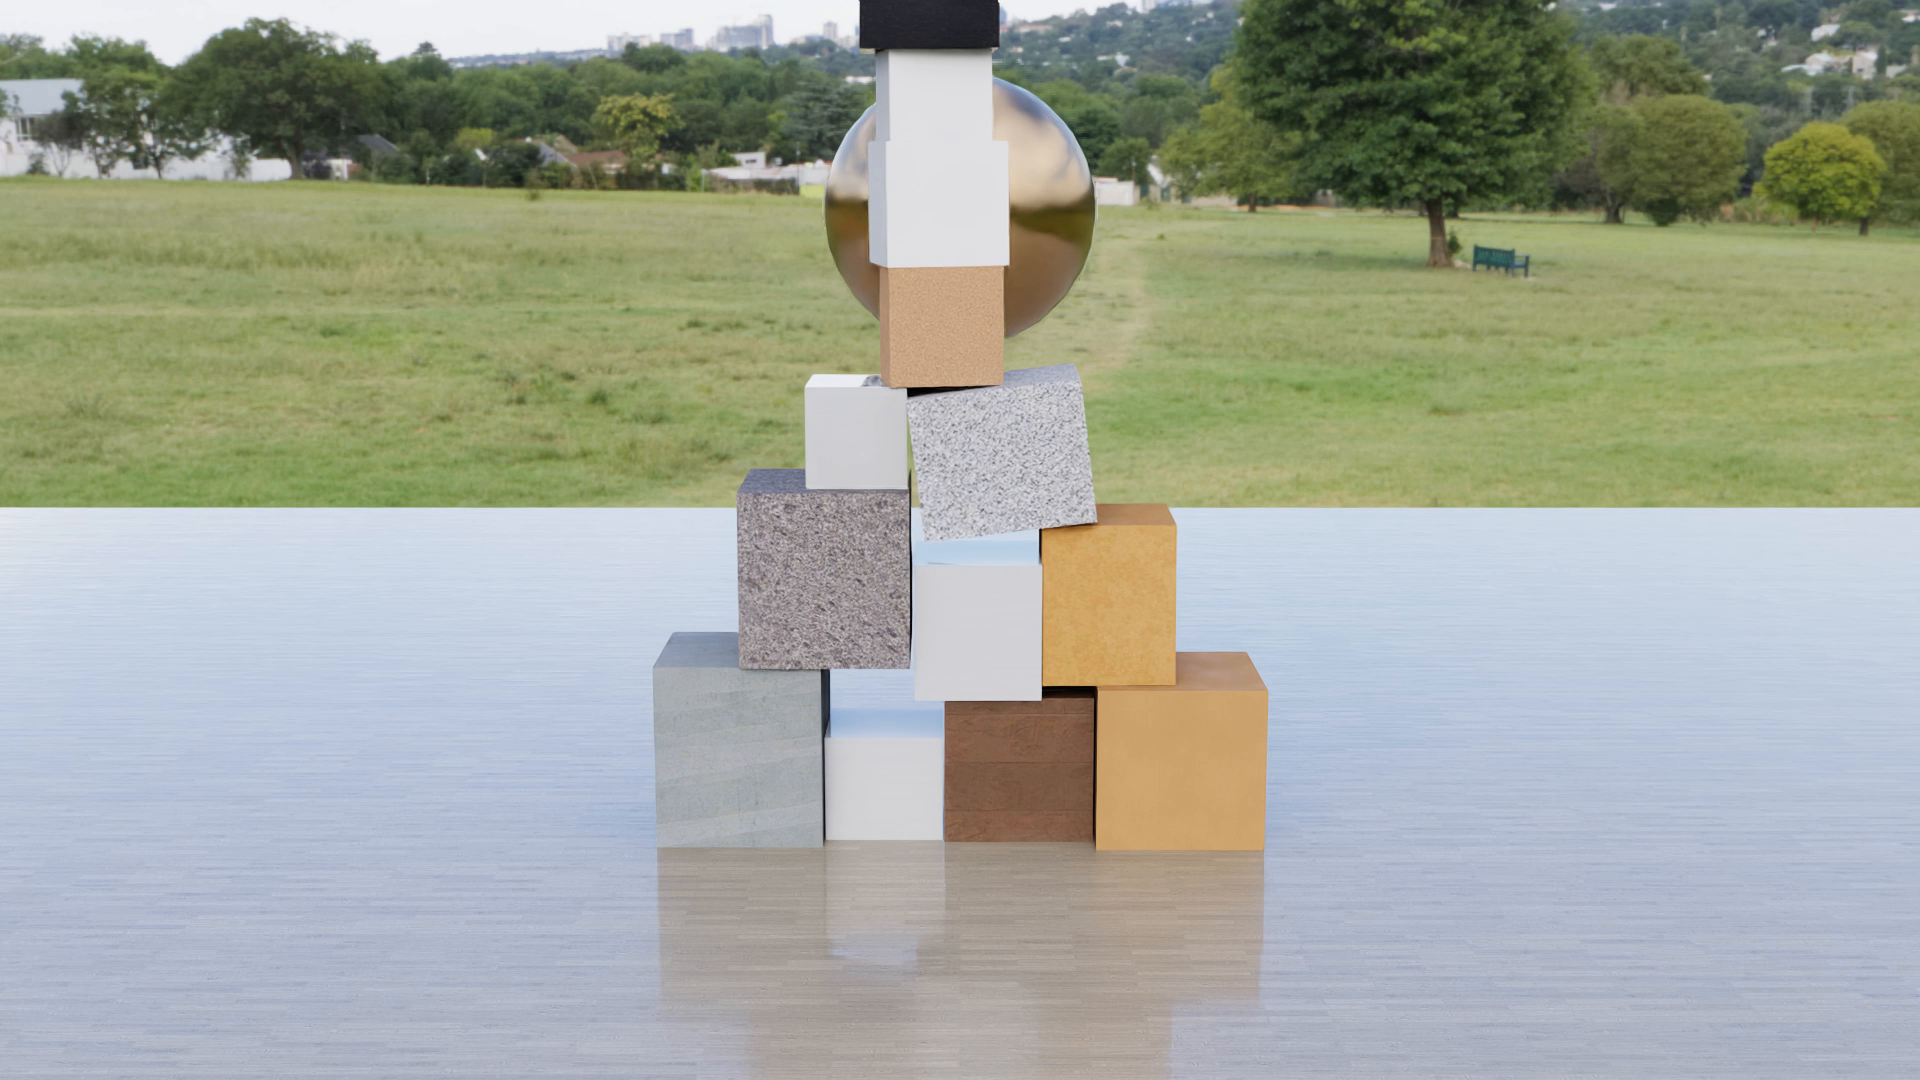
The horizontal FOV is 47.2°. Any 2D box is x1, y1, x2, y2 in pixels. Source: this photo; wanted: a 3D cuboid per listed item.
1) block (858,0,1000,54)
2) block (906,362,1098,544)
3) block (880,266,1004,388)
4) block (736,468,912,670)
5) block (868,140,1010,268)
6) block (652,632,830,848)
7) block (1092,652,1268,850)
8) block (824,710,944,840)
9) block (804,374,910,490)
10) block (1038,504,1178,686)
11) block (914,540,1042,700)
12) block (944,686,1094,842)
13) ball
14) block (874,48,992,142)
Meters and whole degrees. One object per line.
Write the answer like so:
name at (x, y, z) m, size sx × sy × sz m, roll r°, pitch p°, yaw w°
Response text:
block at (-0.160, -2.680, 10.724) m, size 0.664 × 0.576 × 0.686 m, roll -1°, pitch 10°, yaw -2°
block at (0.208, -0.453, 11.102) m, size 0.851 × 0.706 × 0.793 m, roll -7°, pitch 10°, yaw 2°
block at (-0.098, -1.086, 10.975) m, size 0.558 × 0.582 × 0.539 m, roll -2°, pitch 10°, yaw -7°
block at (-0.672, 0.131, 11.201) m, size 0.842 × 0.878 × 0.840 m, roll 0°, pitch 10°, yaw 0°
block at (-0.112, -1.672, 10.892) m, size 0.601 × 0.601 × 0.556 m, roll -3°, pitch 11°, yaw -11°
block at (-1.108, 1.017, 11.381) m, size 0.834 × 0.928 × 0.810 m, roll 0°, pitch 10°, yaw 0°
block at (1.104, 1.074, 11.366) m, size 0.844 × 0.820 × 0.856 m, roll 0°, pitch 10°, yaw 0°
block at (-0.385, 1.210, 11.415) m, size 0.594 × 0.535 × 0.571 m, roll 0°, pitch 10°, yaw 0°
block at (-0.508, -0.552, 11.090) m, size 0.500 × 0.505 × 0.583 m, roll 0°, pitch 10°, yaw 0°
block at (0.744, 0.268, 11.234) m, size 0.665 × 0.811 × 0.665 m, roll 0°, pitch 10°, yaw 1°
block at (0.089, 0.401, 11.251) m, size 0.632 × 0.686 × 0.696 m, roll 0°, pitch 10°, yaw 0°
block at (0.297, 1.104, 11.397) m, size 0.751 × 0.750 × 0.642 m, roll 0°, pitch 10°, yaw 0°
ball at (0.000, -1.934, 12.937) m, size 1.600 × 1.600 × 1.600 m, roll 0°, pitch 10°, yaw 0°
block at (-0.133, -2.182, 10.808) m, size 0.502 × 0.434 × 0.493 m, roll -2°, pitch 11°, yaw -10°
